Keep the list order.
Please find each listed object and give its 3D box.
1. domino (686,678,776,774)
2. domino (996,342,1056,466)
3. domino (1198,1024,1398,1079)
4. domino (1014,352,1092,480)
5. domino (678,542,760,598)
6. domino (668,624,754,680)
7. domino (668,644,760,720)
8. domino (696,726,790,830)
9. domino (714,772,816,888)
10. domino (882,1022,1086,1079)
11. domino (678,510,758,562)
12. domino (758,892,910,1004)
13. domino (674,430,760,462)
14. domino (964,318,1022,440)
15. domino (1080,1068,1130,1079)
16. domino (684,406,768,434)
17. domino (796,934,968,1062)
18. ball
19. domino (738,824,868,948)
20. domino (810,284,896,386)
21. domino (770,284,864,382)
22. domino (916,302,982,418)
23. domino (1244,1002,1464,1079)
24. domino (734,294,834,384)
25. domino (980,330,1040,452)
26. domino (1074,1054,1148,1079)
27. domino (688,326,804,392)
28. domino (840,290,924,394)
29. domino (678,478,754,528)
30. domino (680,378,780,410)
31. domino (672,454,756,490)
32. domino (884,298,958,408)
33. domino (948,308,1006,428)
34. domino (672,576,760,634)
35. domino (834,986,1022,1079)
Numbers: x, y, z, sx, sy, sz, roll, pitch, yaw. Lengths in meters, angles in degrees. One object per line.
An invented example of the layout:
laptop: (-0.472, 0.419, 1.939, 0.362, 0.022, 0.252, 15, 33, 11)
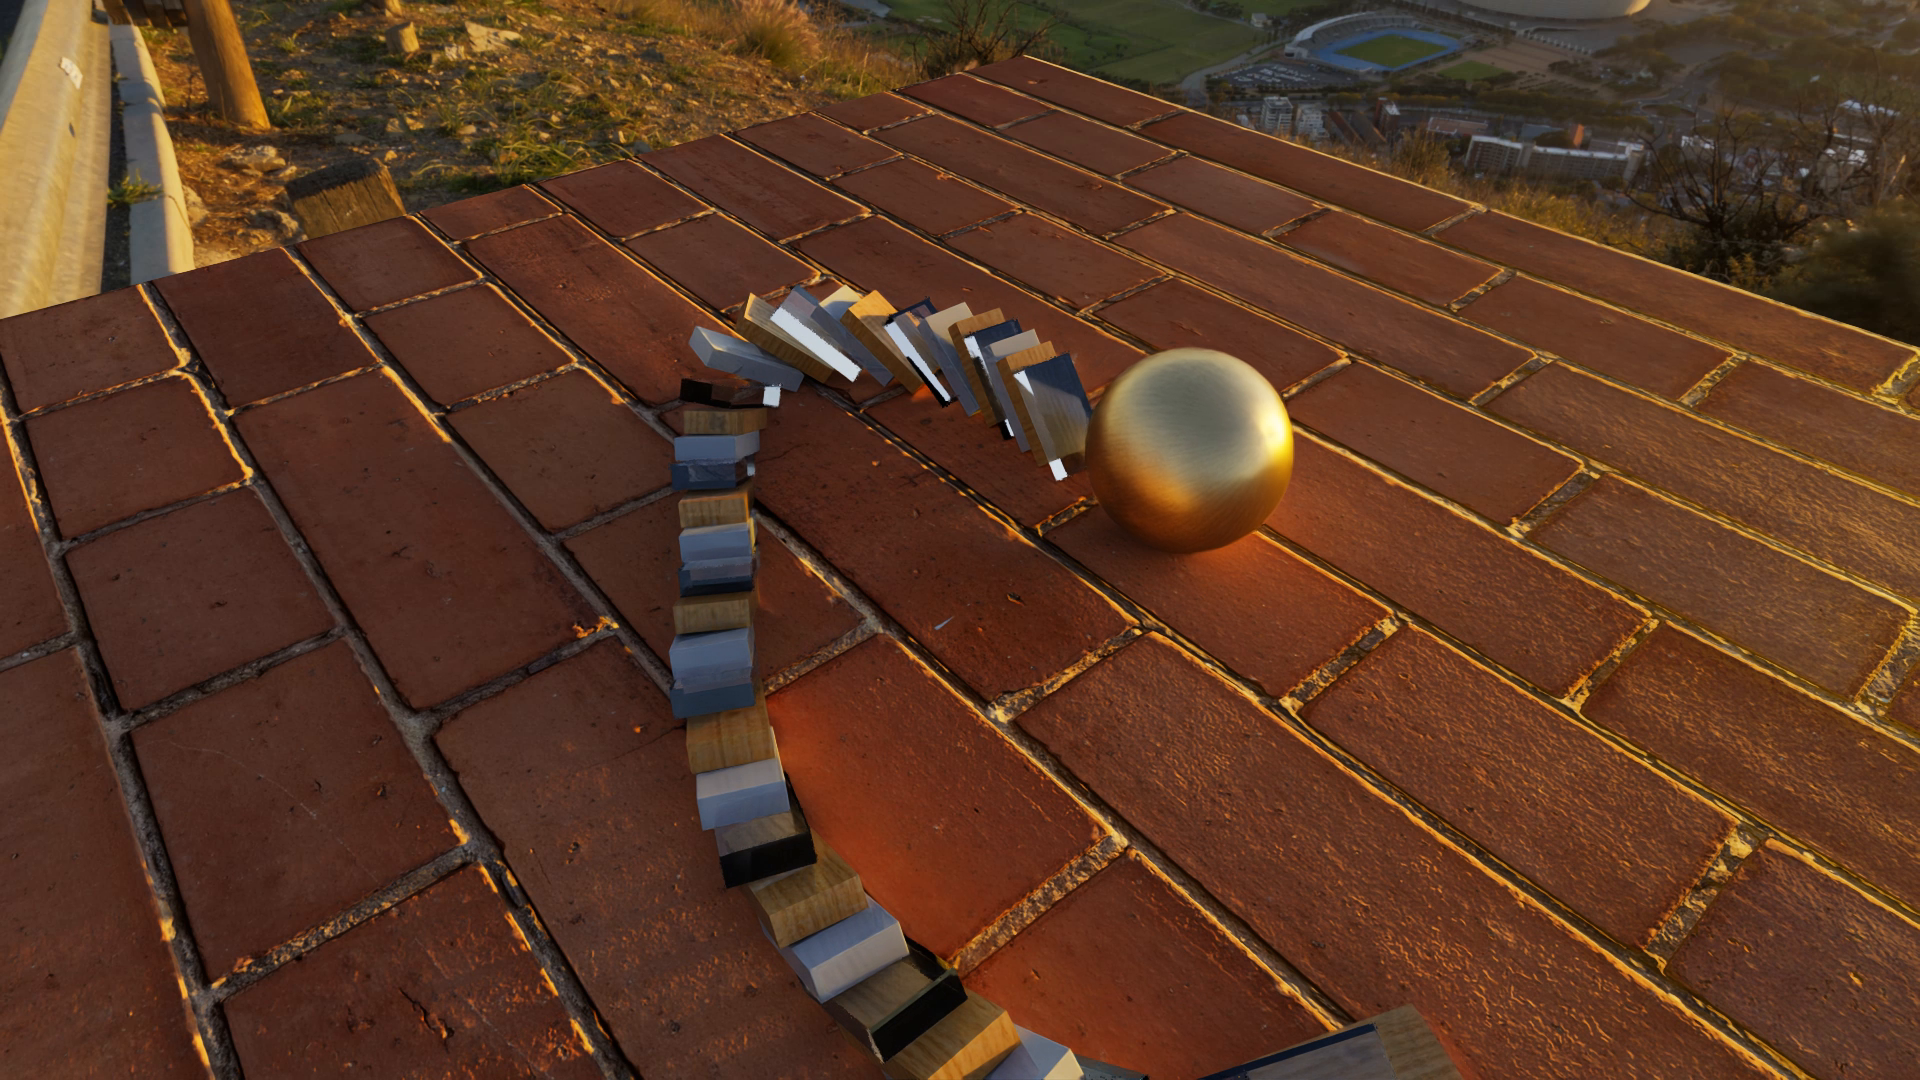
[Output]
domino: (-0.074, 0.059, 0.354, 0.025, 0.010, 0.050, -9, 13, -11)
domino: (0.038, -0.061, 0.491, 0.025, 0.050, 0.009, -24, 3, -26)
domino: (0.079, 0.136, 0.260, 0.050, 0.009, 0.025, -24, 44, 12)
domino: (0.045, -0.054, 0.483, 0.025, 0.050, 0.009, -24, 3, -26)
domino: (-0.089, 0.011, 0.412, 0.025, 0.010, 0.050, -5, 9, -6)
domino: (-0.084, 0.035, 0.378, 0.025, 0.010, 0.050, -9, 8, -8)
domino: (-0.081, 0.046, 0.366, 0.025, 0.010, 0.050, -9, 8, -7)
domino: (-0.067, 0.072, 0.337, 0.025, 0.009, 0.050, -10, 11, -12)
domino: (-0.059, 0.084, 0.322, 0.025, 0.010, 0.050, -13, 11, -15)
domino: (0.004, 0.128, 0.265, 0.025, 0.010, 0.050, -35, 15, -33)
domino: (-0.093, -0.002, 0.428, 0.025, 0.009, 0.050, -5, 11, -6)
domino: (-0.036, 0.104, 0.296, 0.025, 0.010, 0.050, -21, 11, -24)
domino: (-0.104, -0.041, 0.474, 0.025, 0.009, 0.050, 0, 9, 1)
domino: (0.023, -0.074, 0.507, 0.025, 0.050, 0.010, -23, 3, -26)
domino: (0.035, 0.138, 0.253, 0.050, 0.010, 0.025, -14, 23, 45)
domino: (-0.104, -0.054, 0.490, 0.025, 0.010, 0.050, 1, 9, 2)
domino: (-0.022, 0.113, 0.283, 0.025, 0.009, 0.050, -28, 12, -27)
ball: (0.089, -0.035, 0.431, 0.080, 0.080, 0.080, 0, 39, 0)
domino: (-0.046, 0.095, 0.307, 0.025, 0.009, 0.050, -19, 10, -22)
domino: (-0.047, -0.102, 0.546, 0.050, 0.010, 0.025, 44, 45, -3)
domino: (-0.067, -0.103, 0.547, 0.050, 0.009, 0.025, 37, 37, -13)
domino: (0.003, -0.086, 0.525, 0.025, 0.010, 0.050, -29, 87, -30)
domino: (0.099, 0.137, 0.276, 0.050, 0.010, 0.025, -12, 41, -14)
domino: (-0.085, -0.099, 0.543, 0.050, 0.009, 0.025, 29, 33, -23)
domino: (0.031, -0.068, 0.499, 0.025, 0.050, 0.009, -24, 3, -26)
domino: (0.020, 0.134, 0.258, 0.050, 0.009, 0.025, -12, 24, 49)
domino: (-0.103, -0.087, 0.530, 0.050, 0.009, 0.025, 12, 26, -41)
domino: (-0.032, -0.098, 0.540, 0.050, 0.009, 0.025, 45, 45, -3)
domino: (-0.098, -0.015, 0.445, 0.025, 0.010, 0.050, -5, 12, -6)
domino: (-0.105, -0.068, 0.508, 0.025, 0.009, 0.050, 11, 11, 14)
domino: (-0.102, -0.029, 0.460, 0.025, 0.010, 0.050, -2, 9, -2)
domino: (-0.012, -0.091, 0.534, 0.025, 0.010, 0.050, -32, 82, -33)
domino: (0.016, -0.081, 0.515, 0.025, 0.050, 0.010, -24, 3, -26)
domino: (-0.087, 0.023, 0.396, 0.025, 0.009, 0.050, -5, 8, -6)
domino: (-0.010, 0.121, 0.274, 0.025, 0.010, 0.050, -30, 13, -29)
